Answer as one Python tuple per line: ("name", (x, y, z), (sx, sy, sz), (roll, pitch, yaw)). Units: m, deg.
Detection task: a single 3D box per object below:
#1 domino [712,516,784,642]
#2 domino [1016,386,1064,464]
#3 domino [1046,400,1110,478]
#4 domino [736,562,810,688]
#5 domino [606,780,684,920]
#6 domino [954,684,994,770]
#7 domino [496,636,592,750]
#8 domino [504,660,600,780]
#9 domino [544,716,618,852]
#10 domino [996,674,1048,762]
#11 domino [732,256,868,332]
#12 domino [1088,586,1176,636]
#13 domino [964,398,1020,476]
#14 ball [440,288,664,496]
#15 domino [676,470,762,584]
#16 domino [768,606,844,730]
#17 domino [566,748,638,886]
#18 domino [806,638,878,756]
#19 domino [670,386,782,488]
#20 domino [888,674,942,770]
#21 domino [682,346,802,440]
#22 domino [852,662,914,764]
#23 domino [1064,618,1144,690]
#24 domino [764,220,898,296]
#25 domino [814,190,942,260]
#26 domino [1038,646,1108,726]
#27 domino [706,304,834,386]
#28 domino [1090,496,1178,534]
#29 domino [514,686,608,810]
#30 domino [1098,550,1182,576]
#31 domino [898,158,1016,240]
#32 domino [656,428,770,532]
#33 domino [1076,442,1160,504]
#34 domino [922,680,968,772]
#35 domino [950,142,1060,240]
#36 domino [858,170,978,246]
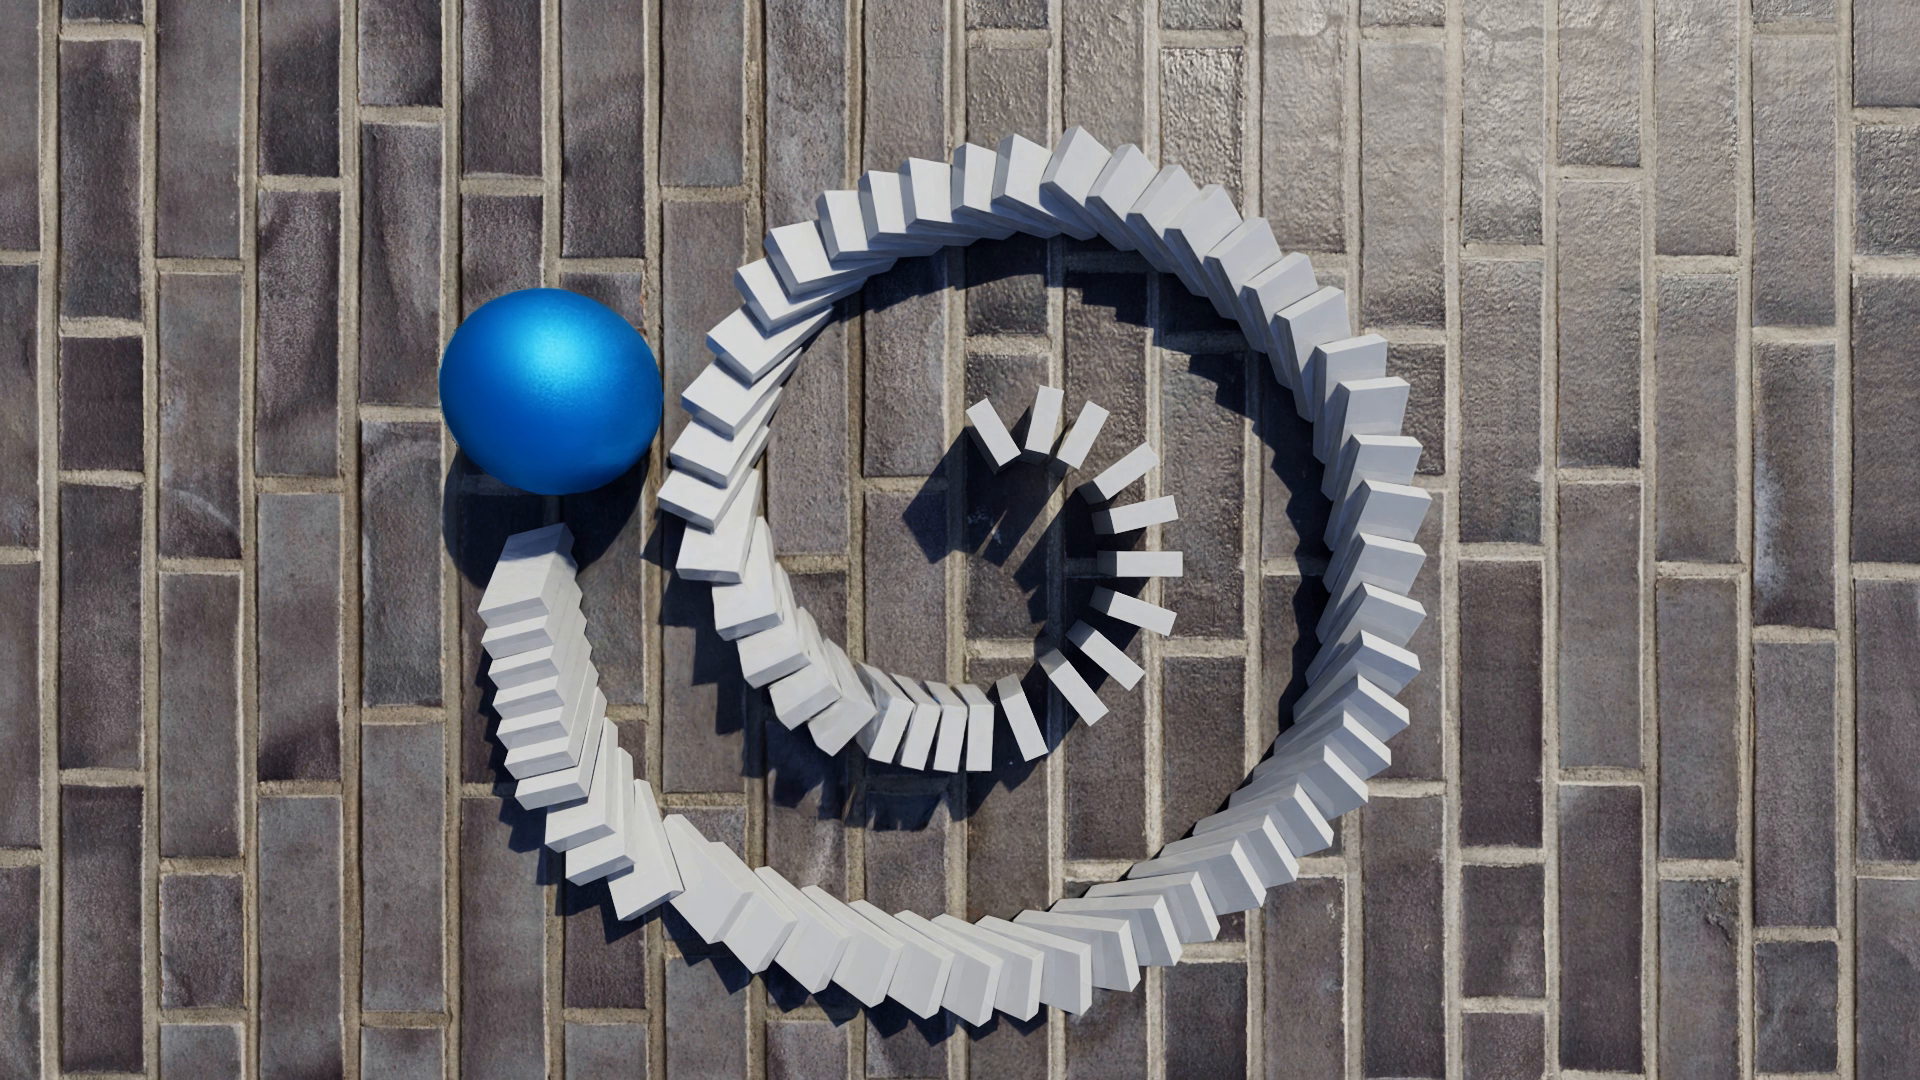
("domino", (-0.090, 0.015, 0.382), (0.025, 0.010, 0.050), (-16, 55, 0))
("domino", (0.032, -0.046, 0.375), (0.010, 0.050, 0.025), (13, 90, 0))
("domino", (0.047, -0.040, 0.375), (0.009, 0.050, 0.025), (28, 90, 0))
("domino", (-0.080, 0.035, 0.380), (0.025, 0.009, 0.050), (-24, 50, 0))
("domino", (-0.137, 0.129, 0.385), (0.025, 0.010, 0.050), (-29, 64, 0))
("domino", (0.004, 0.075, 0.375), (0.009, 0.050, 0.025), (3, 90, -7))
("domino", (-0.170, 0.061, 0.377), (0.025, 0.050, 0.010), (-13, 128, 0))
("domino", (-0.167, 0.073, 0.377), (0.025, 0.050, 0.010), (-13, 128, 0))
("domino", (-0.156, 0.101, 0.380), (0.025, 0.009, 0.050), (-19, 48, 1))
("domino", (0.025, 0.071, 0.375), (0.009, 0.050, 0.025), (-22, 90, 0))
("domino", (-0.066, -0.109, 0.384), (0.050, 0.009, 0.025), (-34, 90, -30))
("domino", (0.070, 0.028, 0.375), (0.025, 0.050, 0.009), (20, 90, 0))
("domino", (0.013, -0.041, 0.375), (0.009, 0.050, 0.025), (-32, 90, 0))
("ball", (-0.159, -0.058, 0.360), (0.080, 0.080, 0.080), (0, 90, 0))
("domino", (-0.100, -0.007, 0.383), (0.025, 0.010, 0.050), (4, 59, 0))
("domino", (-0.067, 0.052, 0.378), (0.025, 0.050, 0.009), (-33, 131, 0))
("domino", (-0.149, 0.114, 0.380), (0.025, 0.010, 0.050), (-22, 48, 1))
("domino", (-0.053, 0.063, 0.377), (0.025, 0.050, 0.009), (-45, 123, 0))
("domino", (-0.097, -0.048, 0.383), (0.025, 0.010, 0.050), (24, 60, 0))
("domino", (-0.022, 0.073, 0.375), (0.009, 0.050, 0.025), (17, 90, -18))
("domino", (-0.091, -0.068, 0.383), (0.025, 0.010, 0.050), (31, 61, 2))
("domino", (-0.036, 0.069, 0.375), (0.009, 0.050, 0.025), (22, 90, -24))
("domino", (0.058, 0.046, 0.375), (0.025, 0.050, 0.009), (41, 90, 0))
("domino", (-0.053, -0.120, 0.382), (0.050, 0.009, 0.025), (-26, 86, -33))
("domino", (-0.033, -0.132, 0.383), (0.050, 0.009, 0.025), (-14, 90, -33))
("domino", (0.045, 0.059, 0.375), (0.009, 0.050, 0.025), (-39, 90, 0))
("domino", (-0.079, -0.090, 0.384), (0.025, 0.010, 0.050), (42, 62, 0))
("domino", (0.070, -0.010, 0.375), (0.025, 0.050, 0.009), (-13, 90, 0))
("domino", (-0.163, 0.085, 0.378), (0.025, 0.050, 0.009), (-13, 129, 0))
("domino", (0.072, 0.009, 0.375), (0.025, 0.050, 0.009), (0, 90, 0))
("domino", (-0.001, -0.141, 0.381), (0.050, 0.010, 0.025), (-6, 87, -34))
("domino", (-0.102, -0.031, 0.384), (0.025, 0.009, 0.050), (24, 60, 0))
("domino", (0.064, -0.026, 0.375), (0.025, 0.050, 0.009), (-35, 90, 0))
("domino", (-0.009, 0.075, 0.375), (0.010, 0.050, 0.025), (10, 90, -12))
("domino", (0.020, -0.145, 0.382), (0.050, 0.009, 0.025), (3, 90, -33))
("domino", (-0.017, -0.137, 0.382), (0.050, 0.009, 0.025), (-10, 89, -34))
